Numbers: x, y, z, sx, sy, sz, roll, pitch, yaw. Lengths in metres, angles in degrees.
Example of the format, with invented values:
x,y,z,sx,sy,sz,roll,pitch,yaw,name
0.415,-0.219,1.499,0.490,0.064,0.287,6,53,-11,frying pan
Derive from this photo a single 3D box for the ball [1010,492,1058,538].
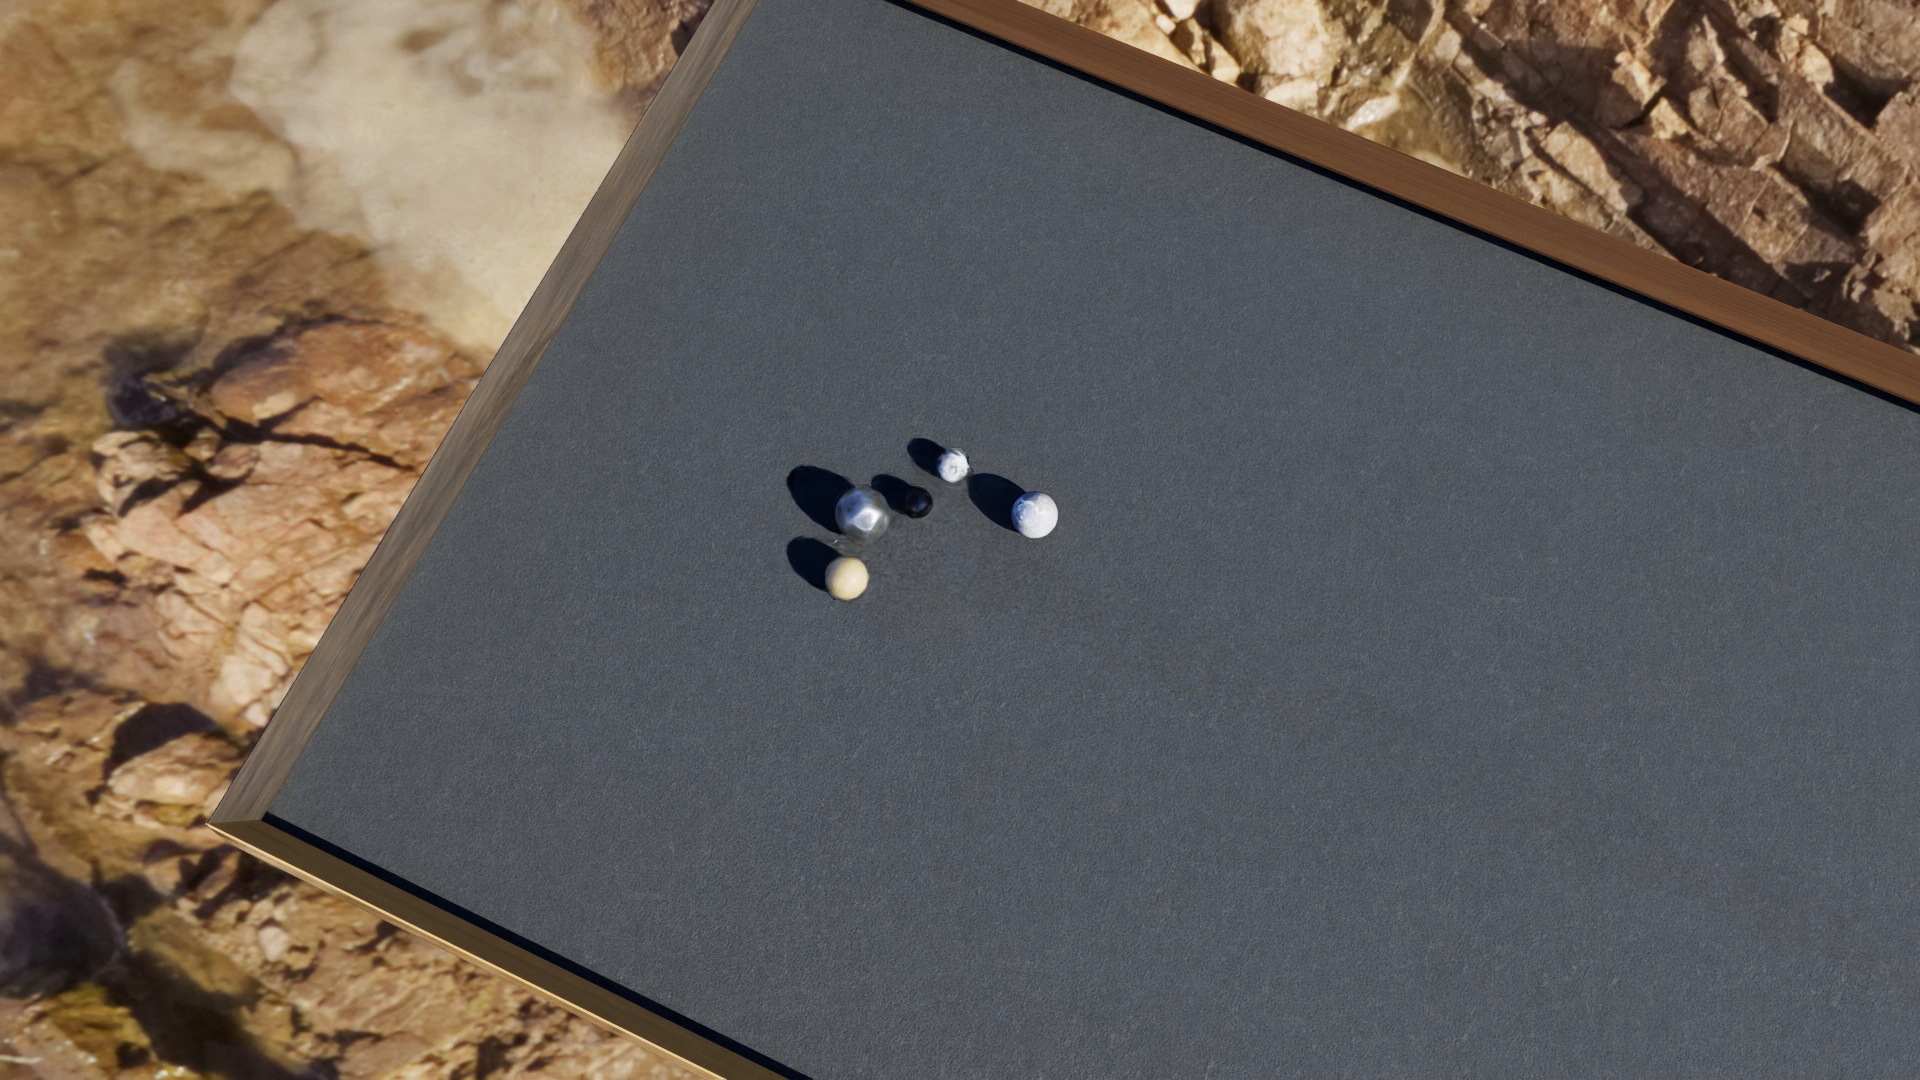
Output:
x,y,z,sx,sy,sz,roll,pitch,yaw,name
0.119,-0.040,3.497,0.075,0.075,0.075,0,68,0,ball

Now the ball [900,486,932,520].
x,y,z,sx,sy,sz,roll,pitch,yaw,name
-0.070,-0.059,3.517,0.053,0.053,0.053,0,68,0,ball

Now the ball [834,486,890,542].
x,y,z,sx,sy,sz,roll,pitch,yaw,name
-0.154,-0.040,3.490,0.088,0.088,0.088,0,68,0,ball

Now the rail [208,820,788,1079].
x,y,z,sx,sy,sz,roll,pitch,yaw,name
0.336,1.052,3.037,3.176,0.115,0.045,24,70,9,rail

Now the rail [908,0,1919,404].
x,y,z,sx,sy,sz,roll,pitch,yaw,name
1.099,-0.440,3.635,3.176,0.115,0.045,24,70,9,rail

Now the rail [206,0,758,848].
x,y,z,sx,sy,sz,roll,pitch,yaw,name
-0.696,-0.317,3.586,0.045,0.115,1.826,24,70,9,rail

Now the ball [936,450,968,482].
x,y,z,sx,sy,sz,roll,pitch,yaw,name
-0.013,-0.119,3.542,0.052,0.052,0.052,0,68,0,ball

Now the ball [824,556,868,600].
x,y,z,sx,sy,sz,roll,pitch,yaw,name
-0.179,0.059,3.461,0.070,0.070,0.070,0,68,0,ball
